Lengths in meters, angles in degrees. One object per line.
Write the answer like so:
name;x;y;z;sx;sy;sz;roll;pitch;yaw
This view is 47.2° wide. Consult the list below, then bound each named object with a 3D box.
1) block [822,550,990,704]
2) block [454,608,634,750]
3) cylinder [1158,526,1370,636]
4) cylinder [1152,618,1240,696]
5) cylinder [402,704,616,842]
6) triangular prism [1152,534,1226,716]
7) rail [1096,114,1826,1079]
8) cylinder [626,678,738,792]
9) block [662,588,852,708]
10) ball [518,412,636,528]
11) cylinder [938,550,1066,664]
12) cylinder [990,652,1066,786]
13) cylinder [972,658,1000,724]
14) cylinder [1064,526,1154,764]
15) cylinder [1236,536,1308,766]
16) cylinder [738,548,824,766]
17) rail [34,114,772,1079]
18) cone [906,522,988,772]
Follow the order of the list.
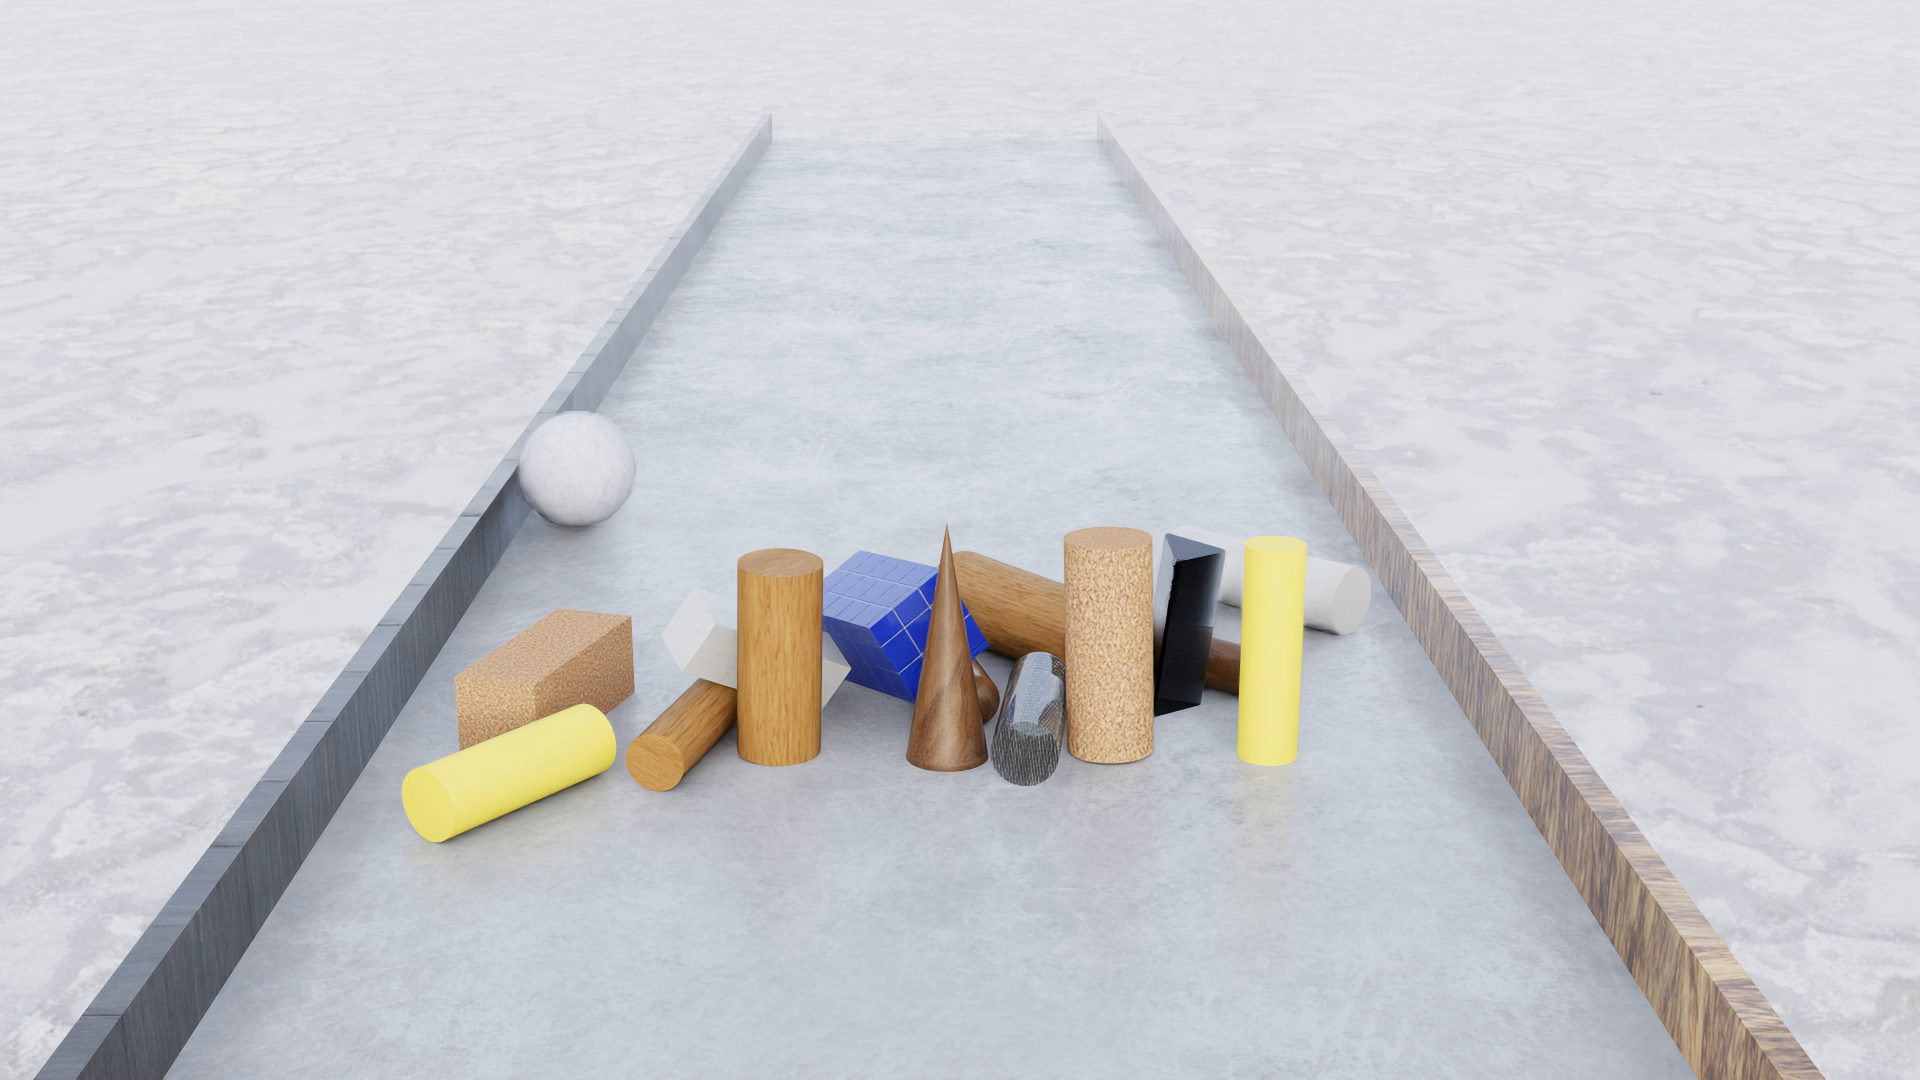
block;-0.136;0.161;4.172;0.180;0.180;0.335;-39;23;-20
block;-0.759;0.267;4.059;0.154;0.154;0.399;5;17;16
cylinder;0.643;0.084;4.690;0.449;0.145;0.145;15;22;41
cylinder;0.412;0.215;4.328;0.395;0.101;0.101;14;22;40
cylinder;-0.754;0.388;3.702;0.126;0.126;0.364;12;20;35
triangular prism;0.396;0.154;4.114;0.119;0.324;0.103;-11;30;-33
rail;0.932;-0.844;7.801;0.050;0.150;12.000;0;17;-1
cylinder;-0.480;0.333;3.921;0.106;0.106;0.345;4;17;13
block;-0.373;0.206;4.046;0.325;0.112;0.112;22;21;-40
ball;-0.925;-0.168;5.306;0.278;0.278;0.278;0;17;0
cylinder;0.130;0.154;4.402;0.176;0.176;0.417;-13;21;-37
cylinder;0.131;0.317;3.952;0.119;0.119;0.361;2;17;6
cylinder;-0.013;0.255;4.189;0.102;0.102;0.306;-4;17;-13
cylinder;0.265;0.185;3.908;0.156;0.391;0.156;-2;15;0
cylinder;0.549;0.196;3.880;0.108;0.392;0.108;0;17;0
cylinder;-0.319;0.207;3.894;0.151;0.355;0.151;2;19;-1
rail;-1.118;-0.838;7.780;0.050;0.150;12.000;0;17;-1
cone;-0.023;0.177;3.866;0.148;0.436;0.148;0;17;0
